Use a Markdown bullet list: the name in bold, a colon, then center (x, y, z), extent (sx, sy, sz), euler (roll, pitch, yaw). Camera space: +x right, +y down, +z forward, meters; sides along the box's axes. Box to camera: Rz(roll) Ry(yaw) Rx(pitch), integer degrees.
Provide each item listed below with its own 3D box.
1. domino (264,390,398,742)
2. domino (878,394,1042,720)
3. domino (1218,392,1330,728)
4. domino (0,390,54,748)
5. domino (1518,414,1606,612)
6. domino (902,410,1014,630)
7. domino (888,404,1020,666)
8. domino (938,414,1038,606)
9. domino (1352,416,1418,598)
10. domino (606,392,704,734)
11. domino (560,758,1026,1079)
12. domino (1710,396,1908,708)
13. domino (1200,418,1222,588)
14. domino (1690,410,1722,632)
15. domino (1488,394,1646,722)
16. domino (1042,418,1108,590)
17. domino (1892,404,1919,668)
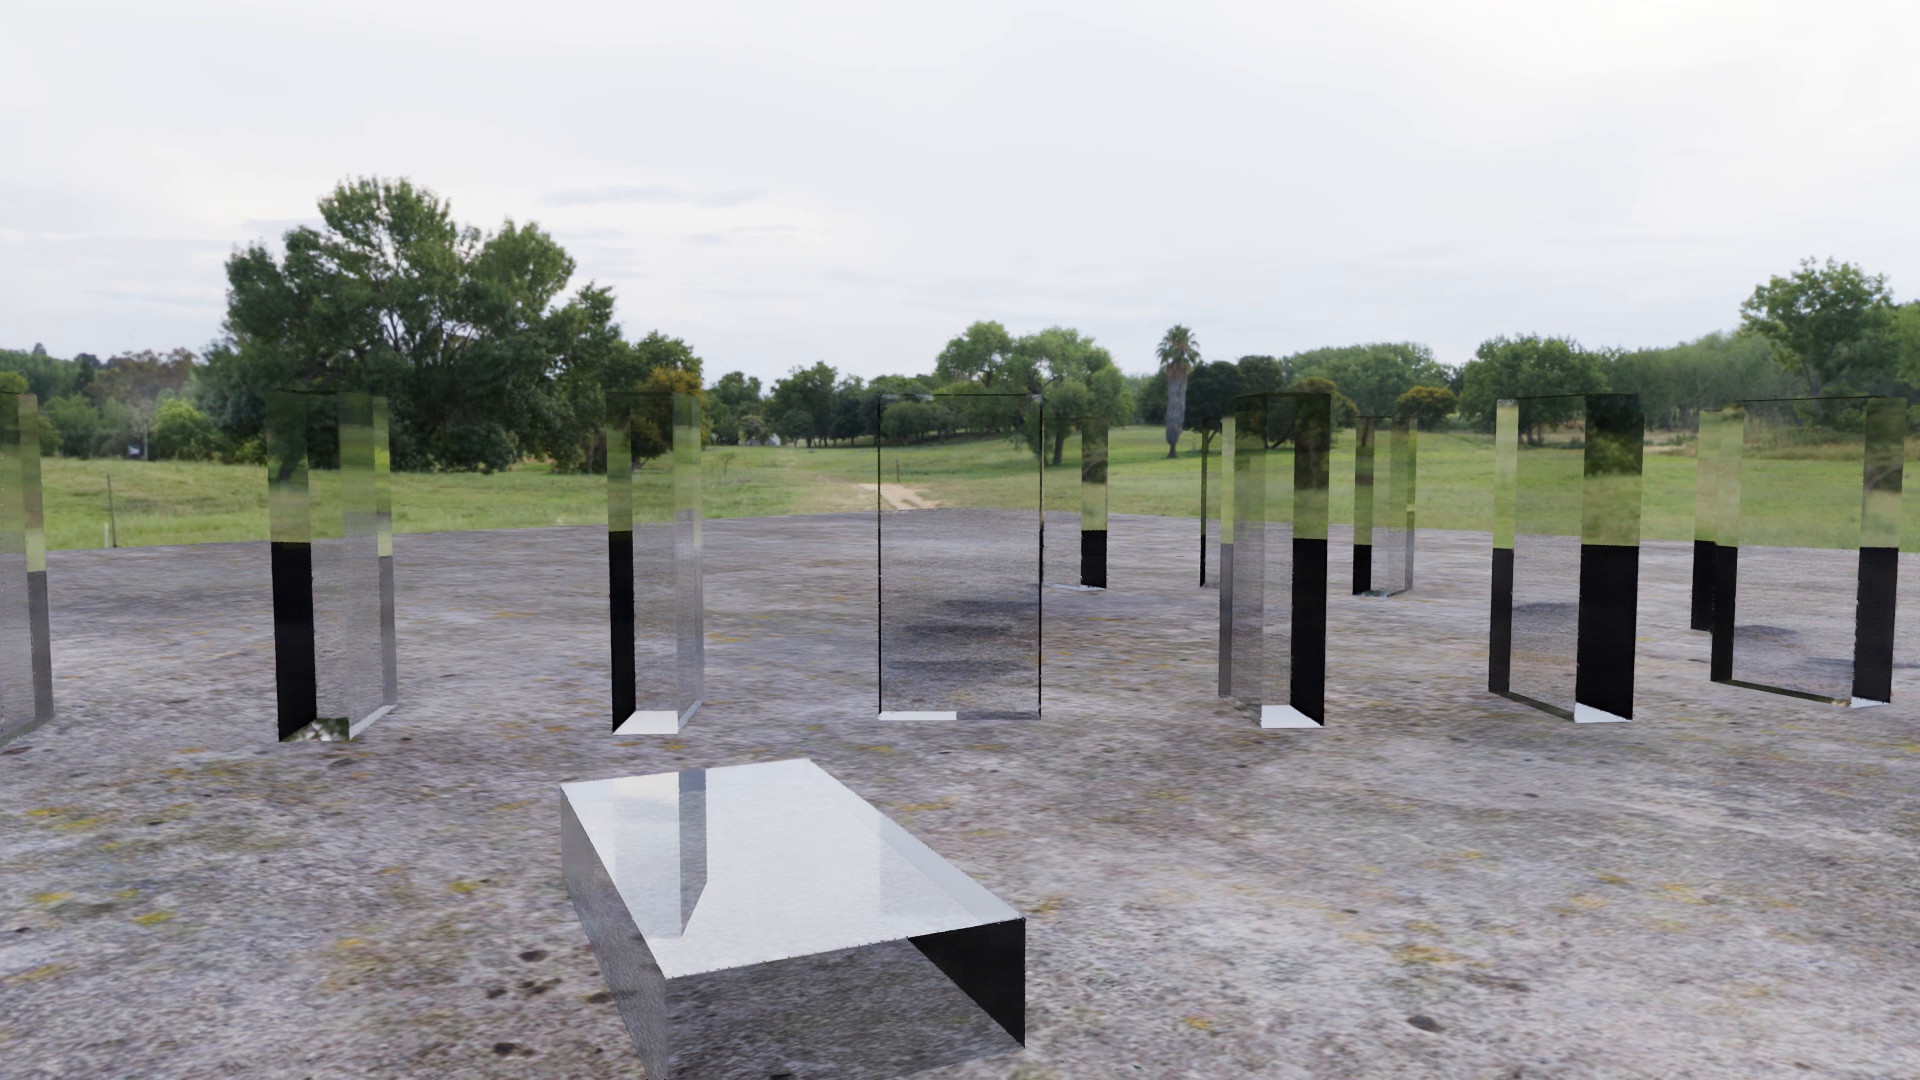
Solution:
- **domino**: center (-0.095, 0.003, 0.194), extent (0.010, 0.050, 0.025), euler (-1, 4, -9)
- **domino**: center (0.000, 0.002, 0.201), extent (0.025, 0.050, 0.009), euler (0, 4, 0)
- **domino**: center (0.049, 0.002, 0.203), extent (0.009, 0.050, 0.025), euler (0, 4, -3)
- **domino**: center (-0.141, 0.004, 0.184), extent (0.009, 0.050, 0.025), euler (-1, 5, -18)
- **domino**: center (0.156, -0.007, 0.334), extent (0.025, 0.050, 0.010), euler (-4, 6, -40)
- **domino**: center (0.000, -0.005, 0.297), extent (0.025, 0.050, 0.010), euler (0, 4, 4)
- **domino**: center (-0.001, -0.001, 0.249), extent (0.025, 0.050, 0.010), euler (0, 4, -1)
- **domino**: center (0.008, -0.008, 0.344), extent (0.025, 0.050, 0.010), euler (1, 4, 16)
- **domino**: center (0.121, -0.010, 0.366), extent (0.009, 0.050, 0.025), euler (3, 5, 35)
- **domino**: center (-0.047, 0.003, 0.199), extent (0.010, 0.050, 0.025), euler (0, 4, -2)
- **domino**: center (-0.017, 0.030, 0.108), extent (0.025, 0.010, 0.050), euler (-2, 5, -24)
- **domino**: center (0.144, 0.001, 0.218), extent (0.009, 0.050, 0.025), euler (-2, 5, -21)
- **domino**: center (0.079, -0.012, 0.388), extent (0.010, 0.050, 0.025), euler (1, 4, 16)
- **domino**: center (0.181, -0.004, 0.293), extent (0.025, 0.050, 0.010), euler (-1, 5, -19)
- **domino**: center (0.097, 0.002, 0.207), extent (0.009, 0.050, 0.025), euler (-1, 4, -7)
- **domino**: center (0.033, -0.011, 0.383), extent (0.010, 0.050, 0.025), euler (-3, 5, -32)
- **domino**: center (0.181, -0.001, 0.246), extent (0.025, 0.050, 0.009), euler (2, 5, 28)
